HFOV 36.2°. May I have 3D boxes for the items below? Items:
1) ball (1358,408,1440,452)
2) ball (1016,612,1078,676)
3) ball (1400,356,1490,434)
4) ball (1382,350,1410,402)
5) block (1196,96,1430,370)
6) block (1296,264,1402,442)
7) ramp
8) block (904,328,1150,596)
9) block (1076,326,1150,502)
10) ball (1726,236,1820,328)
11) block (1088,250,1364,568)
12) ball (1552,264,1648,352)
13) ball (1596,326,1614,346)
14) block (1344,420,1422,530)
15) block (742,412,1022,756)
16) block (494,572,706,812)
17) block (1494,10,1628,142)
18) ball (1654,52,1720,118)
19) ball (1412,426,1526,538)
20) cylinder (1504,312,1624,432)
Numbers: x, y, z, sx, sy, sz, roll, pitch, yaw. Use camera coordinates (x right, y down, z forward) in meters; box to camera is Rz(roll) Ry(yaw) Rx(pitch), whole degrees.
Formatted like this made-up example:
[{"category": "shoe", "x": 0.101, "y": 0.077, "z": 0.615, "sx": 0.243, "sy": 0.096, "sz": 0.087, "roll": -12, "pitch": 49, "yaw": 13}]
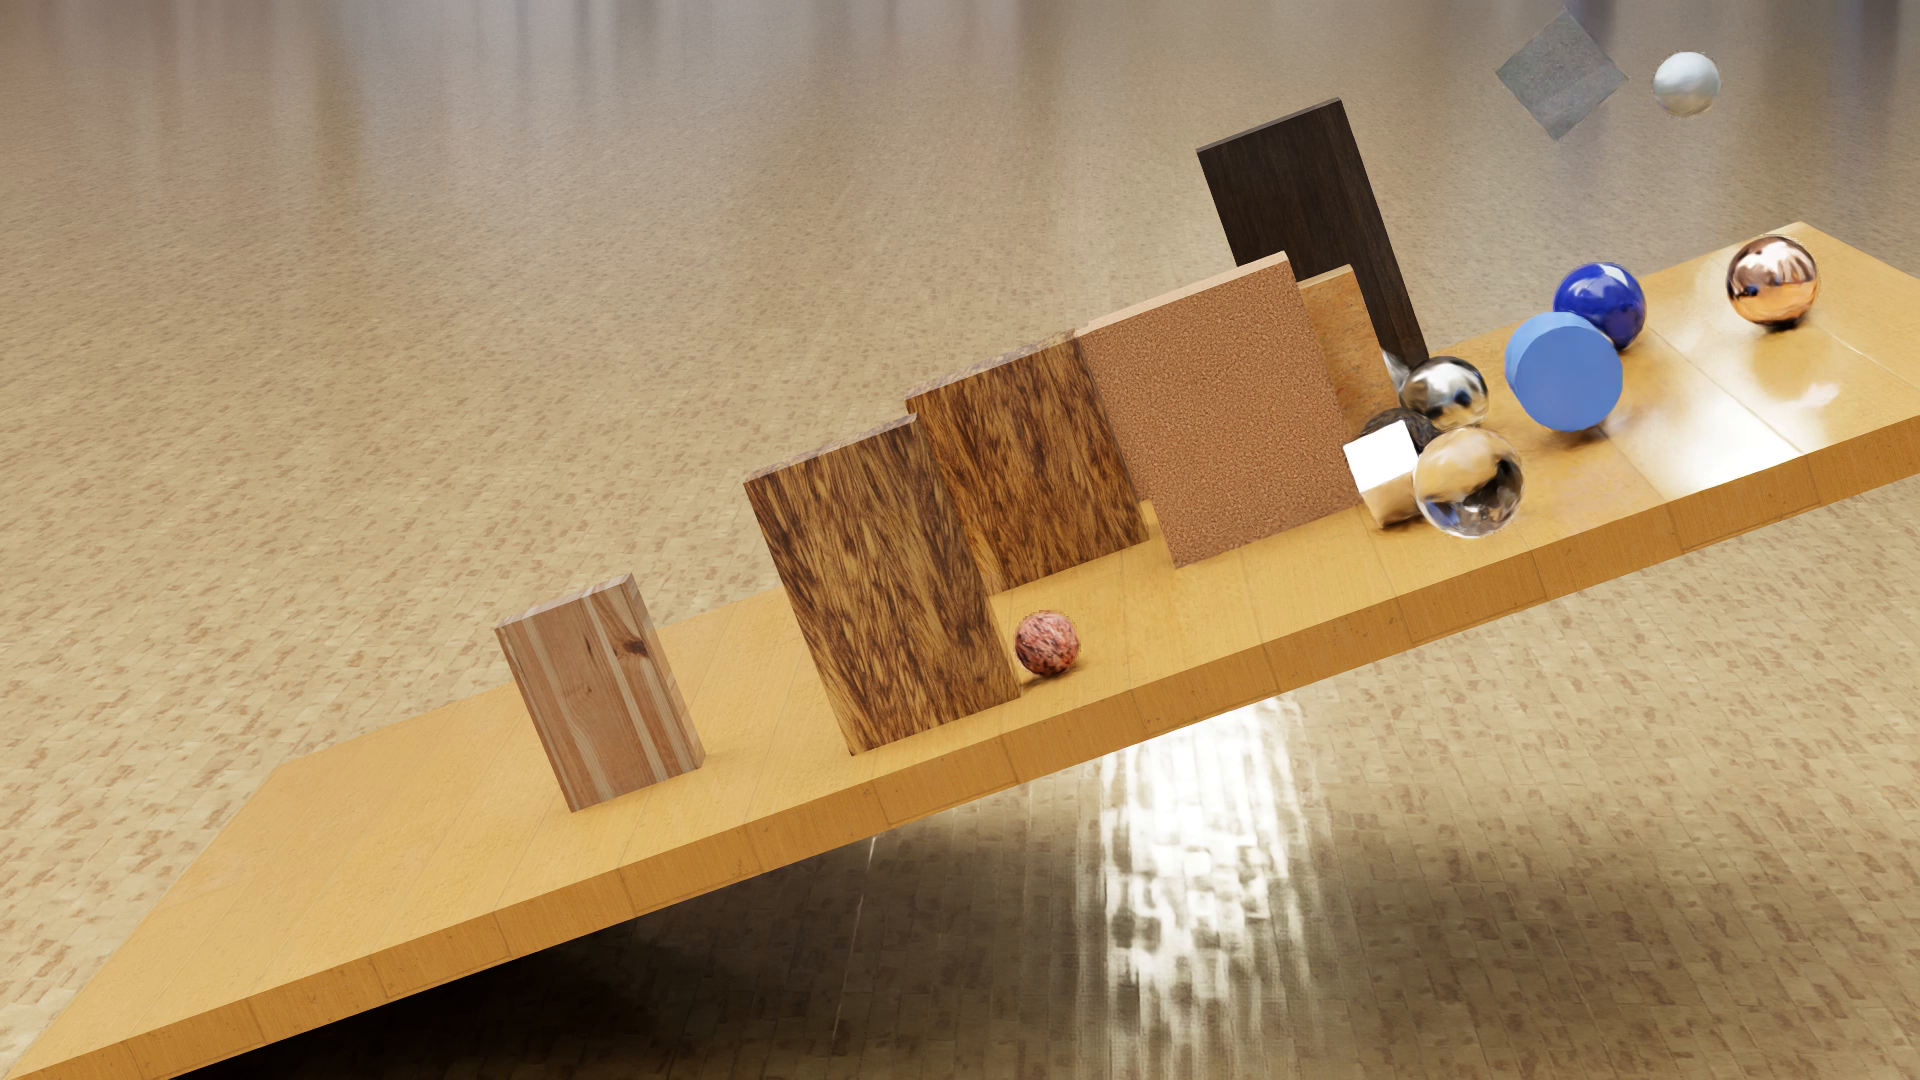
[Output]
[{"category": "ball", "x": 0.883, "y": -0.181, "z": 5.914, "sx": 0.168, "sy": 0.168, "sz": 0.168, "roll": 0, "pitch": 13, "yaw": 0}, {"category": "ball", "x": 0.164, "y": 0.197, "z": 5.560, "sx": 0.121, "sy": 0.121, "sz": 0.121, "roll": 0, "pitch": 13, "yaw": 0}, {"category": "ball", "x": 1.013, "y": -0.292, "z": 6.150, "sx": 0.186, "sy": 0.186, "sz": 0.186, "roll": 0, "pitch": 13, "yaw": 0}, {"category": "ball", "x": 0.897, "y": -0.314, "z": 6.414, "sx": 0.204, "sy": 0.204, "sz": 0.204, "roll": 0, "pitch": 13, "yaw": 0}, {"category": "block", "x": 0.836, "y": -0.660, "z": 6.930, "sx": 0.353, "sy": 0.675, "sz": 0.096, "roll": -20, "pitch": 12, "yaw": 7}, {"category": "block", "x": 0.681, "y": -0.291, "z": 6.110, "sx": 0.425, "sy": 0.434, "sz": 0.098, "roll": -20, "pitch": 12, "yaw": 7}, {"category": "ramp", "x": 0.117, "y": 0.176, "z": 6.296, "sx": 4.000, "sy": 0.100, "sz": 2.000, "roll": -20, "pitch": 12, "yaw": 7}, {"category": "block", "x": 0.147, "y": -0.166, "z": 6.390, "sx": 0.390, "sy": 0.468, "sz": 0.150, "roll": -20, "pitch": 12, "yaw": 7}, {"category": "block", "x": 0.424, "y": -0.314, "z": 6.736, "sx": 0.245, "sy": 0.408, "sz": 0.099, "roll": -20, "pitch": 12, "yaw": 7}, {"category": "ball", "x": 1.680, "y": -0.534, "z": 6.083, "sx": 0.187, "sy": 0.187, "sz": 0.187, "roll": 0, "pitch": 13, "yaw": 0}, {"category": "block", "x": 0.550, "y": -0.265, "z": 5.998, "sx": 0.423, "sy": 0.521, "sz": 0.138, "roll": -20, "pitch": 12, "yaw": 7}, {"category": "ball", "x": 1.393, "y": -0.502, "z": 6.406, "sx": 0.201, "sy": 0.201, "sz": 0.201, "roll": 0, "pitch": 13, "yaw": 0}, {"category": "ball", "x": 1.326, "y": -0.397, "z": 6.235, "sx": 0.124, "sy": 0.124, "sz": 0.124, "roll": 0, "pitch": 13, "yaw": 0}, {"category": "block", "x": 0.834, "y": -0.126, "z": 5.676, "sx": 0.126, "sy": 0.126, "sz": 0.126, "roll": -25, "pitch": 47, "yaw": 13}, {"category": "block", "x": -0.142, "y": 0.084, "z": 5.512, "sx": 0.341, "sy": 0.560, "sz": 0.093, "roll": -20, "pitch": 12, "yaw": 7}, {"category": "block", "x": -0.719, "y": 0.306, "z": 5.898, "sx": 0.282, "sy": 0.406, "sz": 0.087, "roll": -20, "pitch": 12, "yaw": 7}, {"category": "block", "x": 1.305, "y": -1.006, "z": 6.377, "sx": 0.199, "sy": 0.199, "sz": 0.199, "roll": -42, "pitch": -2, "yaw": 15}, {"category": "ball", "x": 1.487, "y": -0.931, "z": 6.018, "sx": 0.133, "sy": 0.133, "sz": 0.133, "roll": 0, "pitch": 13, "yaw": 0}, {"category": "ball", "x": 0.932, "y": -0.105, "z": 5.386, "sx": 0.204, "sy": 0.204, "sz": 0.204, "roll": 0, "pitch": 13, "yaw": 0}, {"category": "cylinder", "x": 1.193, "y": -0.335, "z": 5.820, "sx": 0.208, "sy": 0.208, "sz": 0.208, "roll": 1, "pitch": 13, "yaw": 4}]
